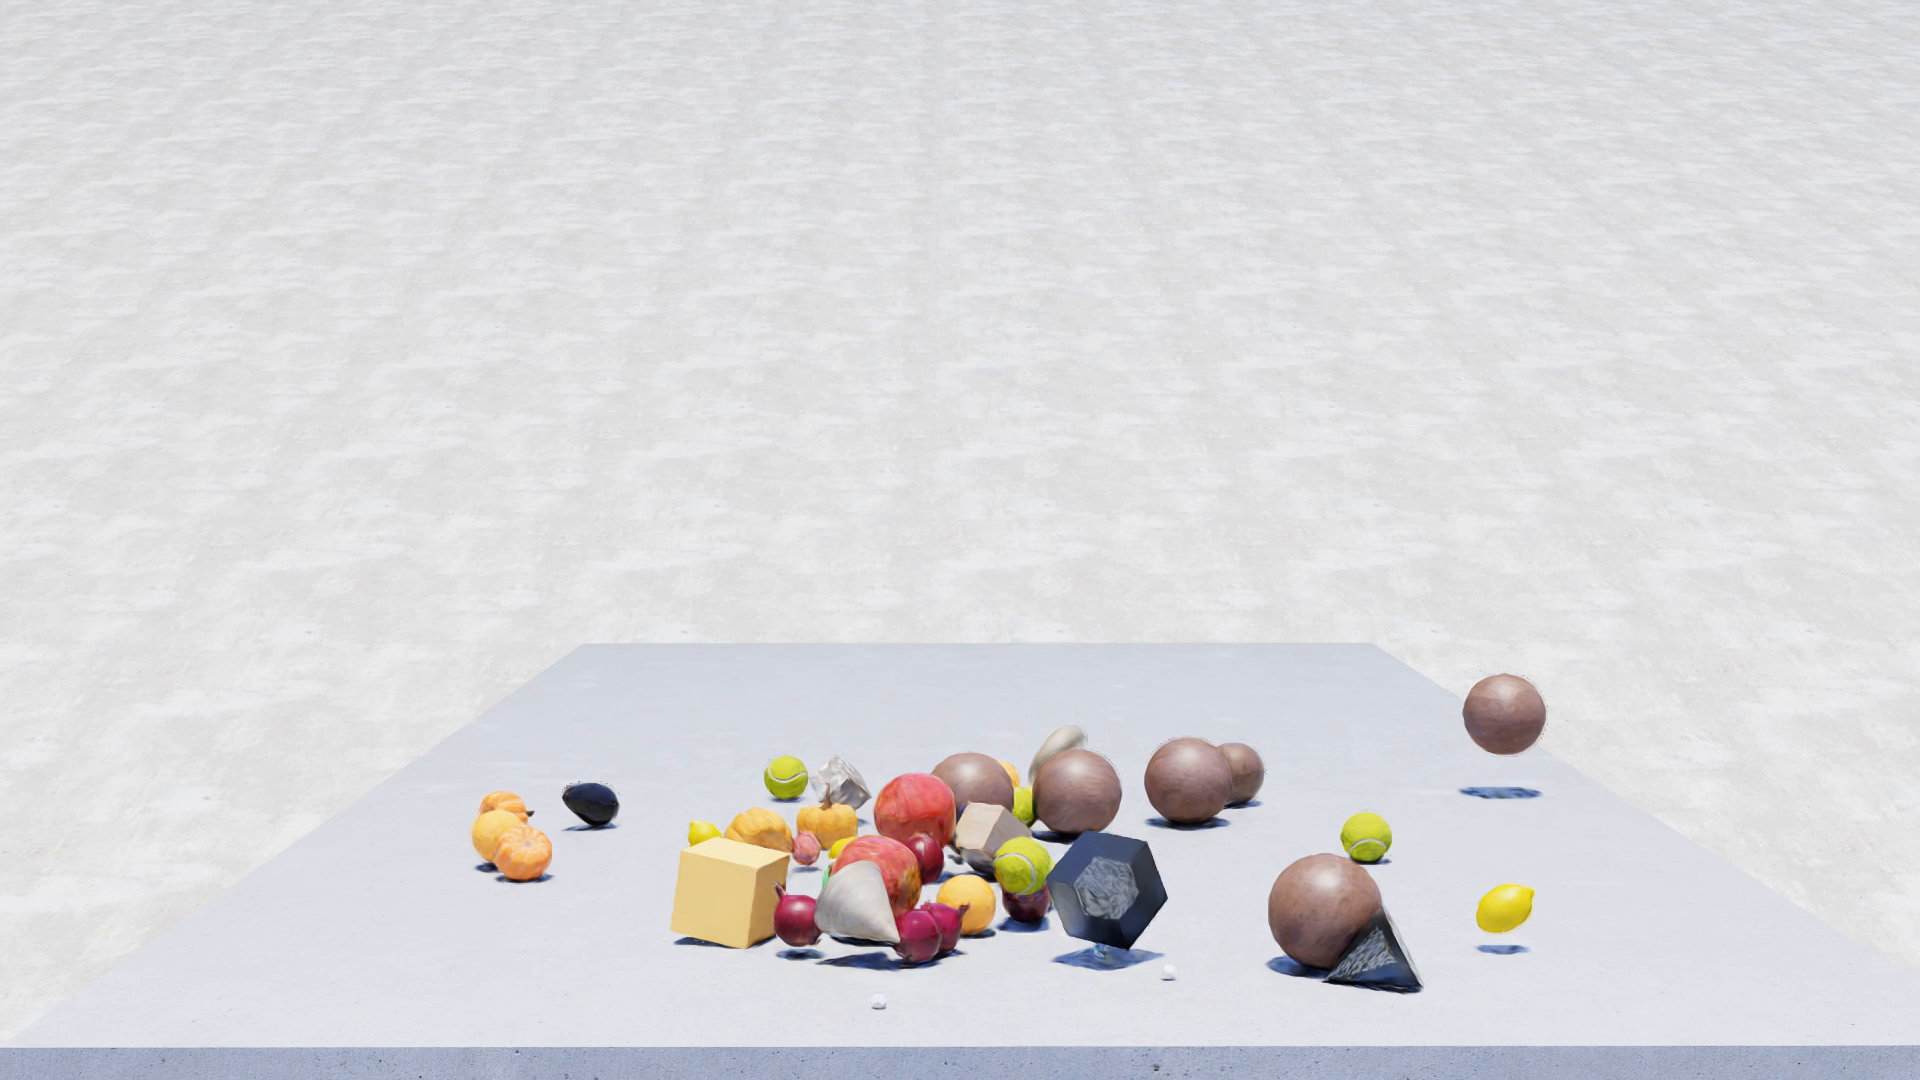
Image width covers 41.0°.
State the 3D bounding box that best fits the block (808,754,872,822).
[{"bbox_3d":[-0.178,0.368,3.815,0.058,0.058,0.058,-40,37,7],"label":"block"}]

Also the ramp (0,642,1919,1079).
[{"bbox_3d":[0.048,0.430,4.533,2.000,0.100,4.000,0,3,0],"label":"ramp"}]

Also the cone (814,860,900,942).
[{"bbox_3d":[-0.096,0.426,2.874,0.097,0.097,0.097,-16,35,-36],"label":"cone"}]

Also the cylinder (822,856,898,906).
[{"bbox_3d":[-0.124,0.428,3.173,0.066,0.066,0.066,-19,16,-42],"label":"cylinder"}]

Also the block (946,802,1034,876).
[{"bbox_3d":[0.040,0.396,3.405,0.067,0.067,0.067,1,55,47],"label":"block"}]

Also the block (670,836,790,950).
[{"bbox_3d":[-0.270,0.415,3.023,0.097,0.097,0.097,10,7,18],"label":"block"}]

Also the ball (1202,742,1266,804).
[{"bbox_3d":[0.426,0.363,4.000,0.097,0.097,0.097,0,20,0],"label":"ball"}]

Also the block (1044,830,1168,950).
[{"bbox_3d":[0.166,0.395,2.904,0.087,0.087,0.087,7,40,39],"label":"block"}]
